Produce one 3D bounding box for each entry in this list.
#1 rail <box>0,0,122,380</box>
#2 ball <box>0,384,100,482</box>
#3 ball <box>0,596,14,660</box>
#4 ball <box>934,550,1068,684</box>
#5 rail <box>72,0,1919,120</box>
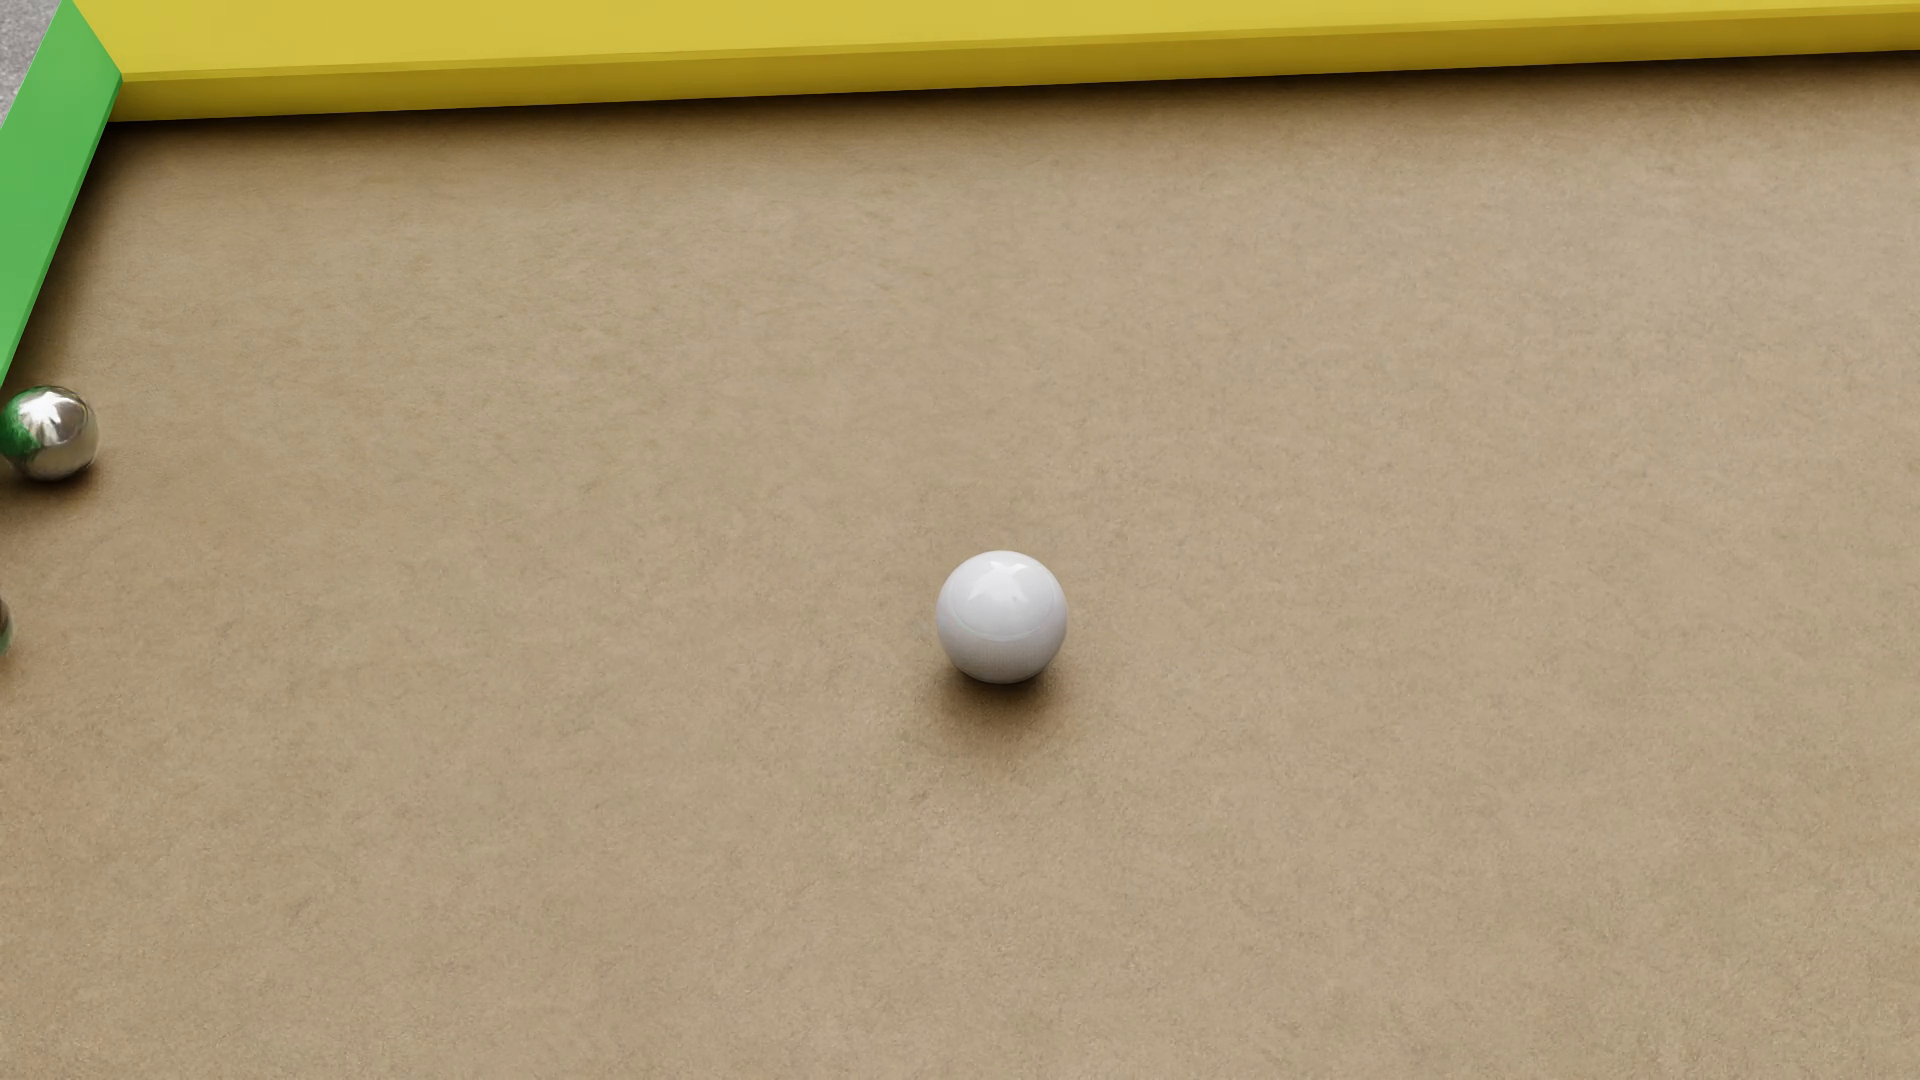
[{"bbox_3d":[-0.684,0.017,1.641,0.045,0.124,1.533,-3,36,-4],"label":"rail"},{"bbox_3d":[-0.647,-0.076,1.820,0.069,0.069,0.069,0,36,0],"label":"ball"},{"bbox_3d":[-0.639,0.056,1.639,0.064,0.064,0.064,0,36,0],"label":"ball"},{"bbox_3d":[0.027,0.049,1.631,0.085,0.085,0.085,0,36,0],"label":"ball"},{"bbox_3d":[0.640,-0.487,2.346,2.841,0.124,0.045,-3,36,-4],"label":"rail"}]
